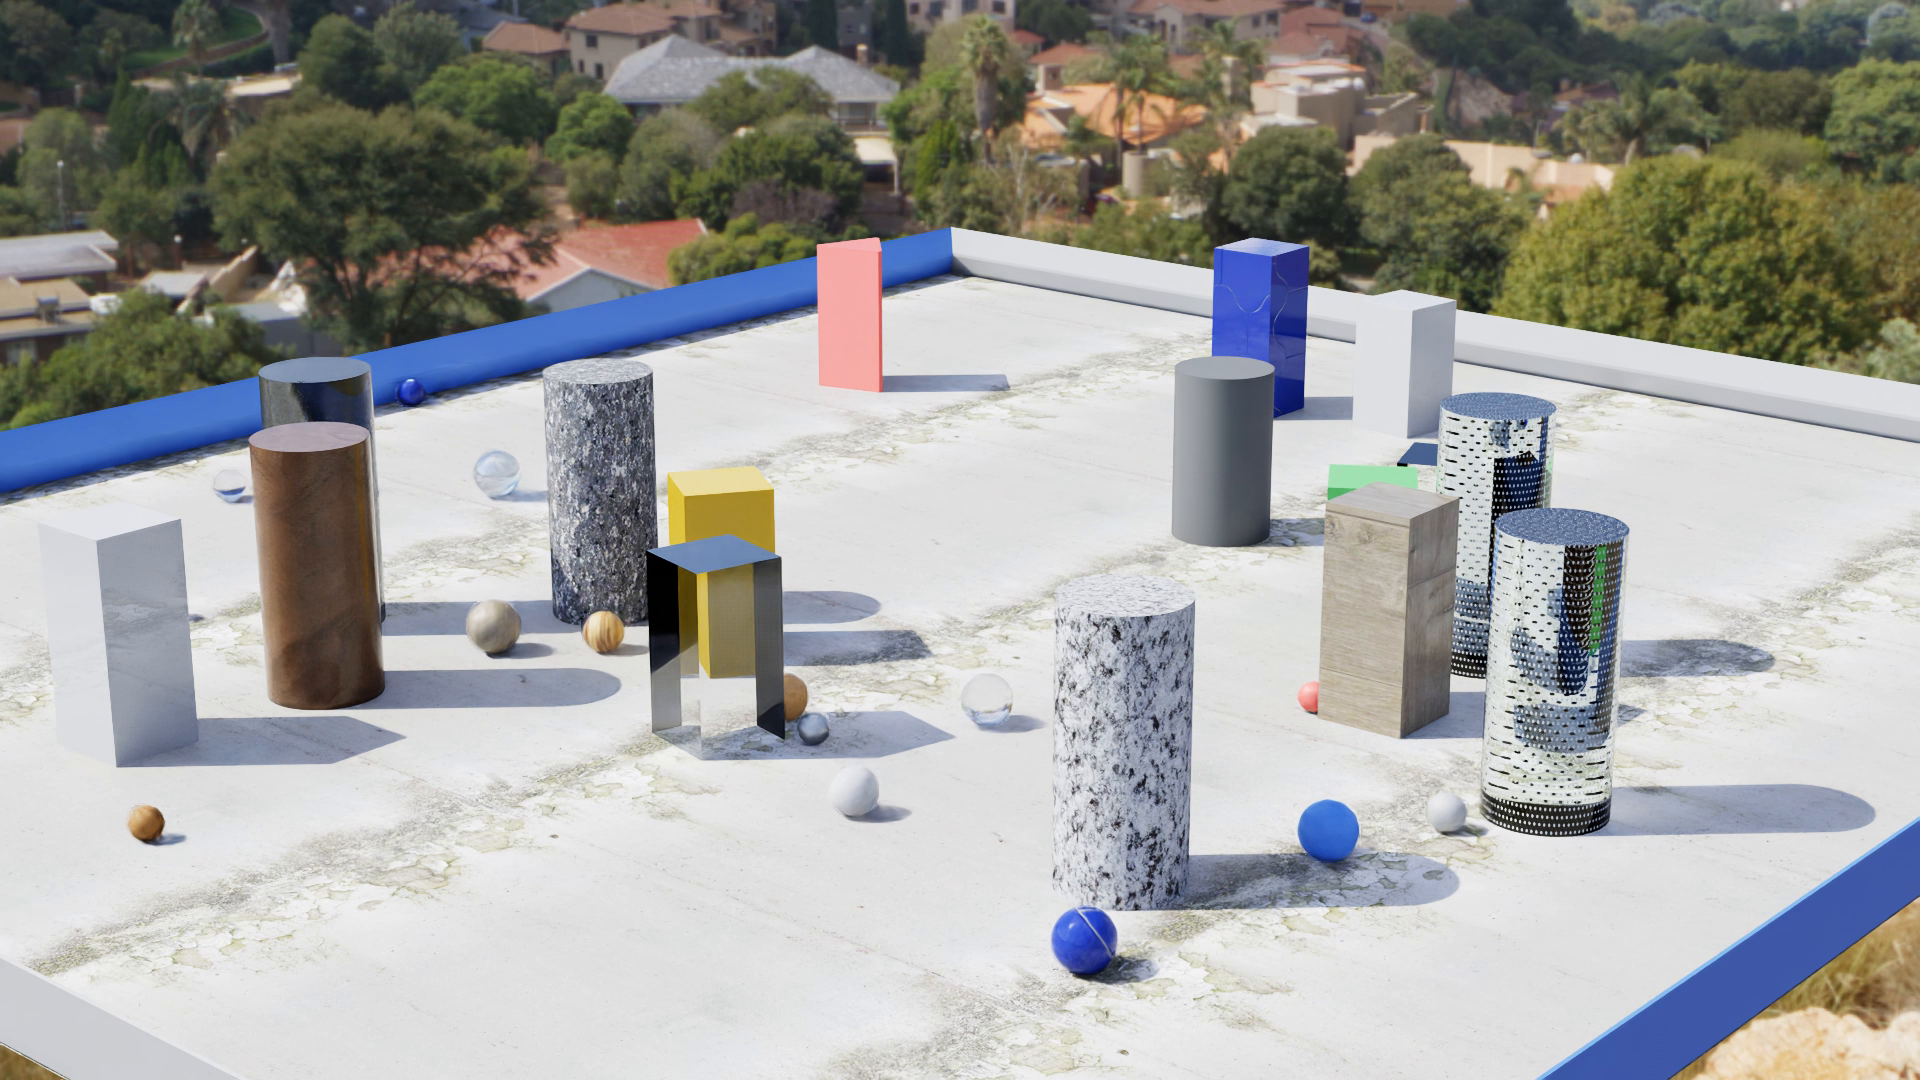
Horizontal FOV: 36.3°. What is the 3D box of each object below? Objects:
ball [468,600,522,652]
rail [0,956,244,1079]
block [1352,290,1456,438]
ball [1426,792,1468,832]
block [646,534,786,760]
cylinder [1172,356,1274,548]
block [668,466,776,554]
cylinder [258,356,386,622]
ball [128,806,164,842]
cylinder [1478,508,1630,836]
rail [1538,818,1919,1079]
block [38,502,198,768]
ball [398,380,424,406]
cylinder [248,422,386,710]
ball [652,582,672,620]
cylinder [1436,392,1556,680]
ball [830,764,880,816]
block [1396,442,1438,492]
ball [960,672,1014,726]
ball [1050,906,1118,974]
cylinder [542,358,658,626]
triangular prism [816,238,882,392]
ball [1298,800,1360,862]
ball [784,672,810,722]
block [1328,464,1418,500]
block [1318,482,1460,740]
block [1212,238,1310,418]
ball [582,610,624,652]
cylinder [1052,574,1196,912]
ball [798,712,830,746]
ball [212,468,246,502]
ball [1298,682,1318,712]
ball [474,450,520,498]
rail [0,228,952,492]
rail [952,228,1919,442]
[{"bbox_3d":[-0.763,0.141,4.810,0.088,0.088,0.088,0,17,0],"label":"ball"},{"bbox_3d":[-1.339,0.477,3.646,3.649,0.119,0.045,14,22,39],"label":"rail"},{"bbox_3d":[0.937,-0.372,6.184,0.146,0.274,0.146,-15,22,-41],"label":"block"},{"bbox_3d":[0.677,0.379,4.081,0.056,0.056,0.056,0,17,0],"label":"ball"},{"bbox_3d":[-0.366,0.159,4.402,0.146,0.290,0.146,-12,20,-34],"label":"block"},{"bbox_3d":[0.486,-0.164,5.424,0.183,0.317,0.183,0,17,0],"label":"cylinder"},{"bbox_3d":[-0.389,0.042,4.789,0.146,0.289,0.146,-5,17,-15],"label":"block"},{"bbox_3d":[-1.068,-0.073,4.918,0.183,0.436,0.183,0,17,0],"label":"cylinder"},{"bbox_3d":[-1.124,0.391,4.051,0.049,0.049,0.049,0,17,0],"label":"ball"},{"bbox_3d":[0.828,0.183,4.093,0.183,0.423,0.183,0,17,0],"label":"cylinder"},{"bbox_3d":[1.360,0.372,3.991,0.045,0.119,4.131,14,22,39],"label":"rail"},{"bbox_3d":[-1.252,0.138,4.368,0.146,0.350,0.146,14,22,38],"label":"block"},{"bbox_3d":[-1.195,-0.320,6.384,0.058,0.058,0.058,0,17,0],"label":"ball"},{"bbox_3d":[-1.003,0.039,4.581,0.183,0.416,0.183,0,17,0],"label":"cylinder"},{"bbox_3d":[-0.490,0.103,4.976,0.064,0.064,0.064,0,17,0],"label":"ball"},{"bbox_3d":[0.854,-0.008,4.716,0.183,0.428,0.183,0,17,0],"label":"cylinder"},{"bbox_3d":[-0.148,0.353,4.137,0.072,0.072,0.072,0,17,0],"label":"ball"},{"bbox_3d":[0.840,-0.026,5.085,0.146,0.248,0.146,6,18,19],"label":"block"},{"bbox_3d":[0.042,0.244,4.482,0.082,0.082,0.082,0,17,0],"label":"ball"},{"bbox_3d":[0.155,0.496,3.643,0.084,0.084,0.084,0,17,0],"label":"ball"},{"bbox_3d":[-0.606,-0.081,4.970,0.183,0.422,0.183,0,17,0],"label":"cylinder"},{"bbox_3d":[-0.216,-0.508,6.556,0.158,0.318,0.137,8,19,25],"label":"triangular prism"},{"bbox_3d":[0.500,0.394,3.982,0.084,0.084,0.084,0,17,0],"label":"ball"},{"bbox_3d":[-0.269,0.241,4.503,0.075,0.075,0.075,0,17,0],"label":"ball"},{"bbox_3d":[0.685,0.022,4.899,0.146,0.264,0.146,2,17,8],"label":"block"},{"bbox_3d":[0.654,0.105,4.480,0.146,0.348,0.146,13,21,37],"label":"block"},{"bbox_3d":[0.645,-0.455,6.316,0.146,0.357,0.146,13,21,37],"label":"block"},{"bbox_3d":[-0.585,0.150,4.815,0.068,0.068,0.068,0,17,0],"label":"ball"},{"bbox_3d":[0.214,0.264,3.856,0.183,0.405,0.183,0,17,0],"label":"cylinder"},{"bbox_3d":[-0.219,0.284,4.407,0.049,0.049,0.049,0,17,0],"label":"ball"},{"bbox_3d":[-1.413,-0.107,5.671,0.063,0.063,0.063,0,17,0],"label":"ball"},{"bbox_3d":[0.547,0.243,4.545,0.048,0.048,0.048,0,17,0],"label":"ball"},{"bbox_3d":[-0.899,-0.129,5.695,0.091,0.091,0.091,0,17,0],"label":"ball"},{"bbox_3d":[-1.360,-0.312,6.251,0.045,0.119,4.131,14,22,39],"label":"rail"},{"bbox_3d":[1.339,-0.417,6.597,3.649,0.119,0.045,14,22,39],"label":"rail"}]
